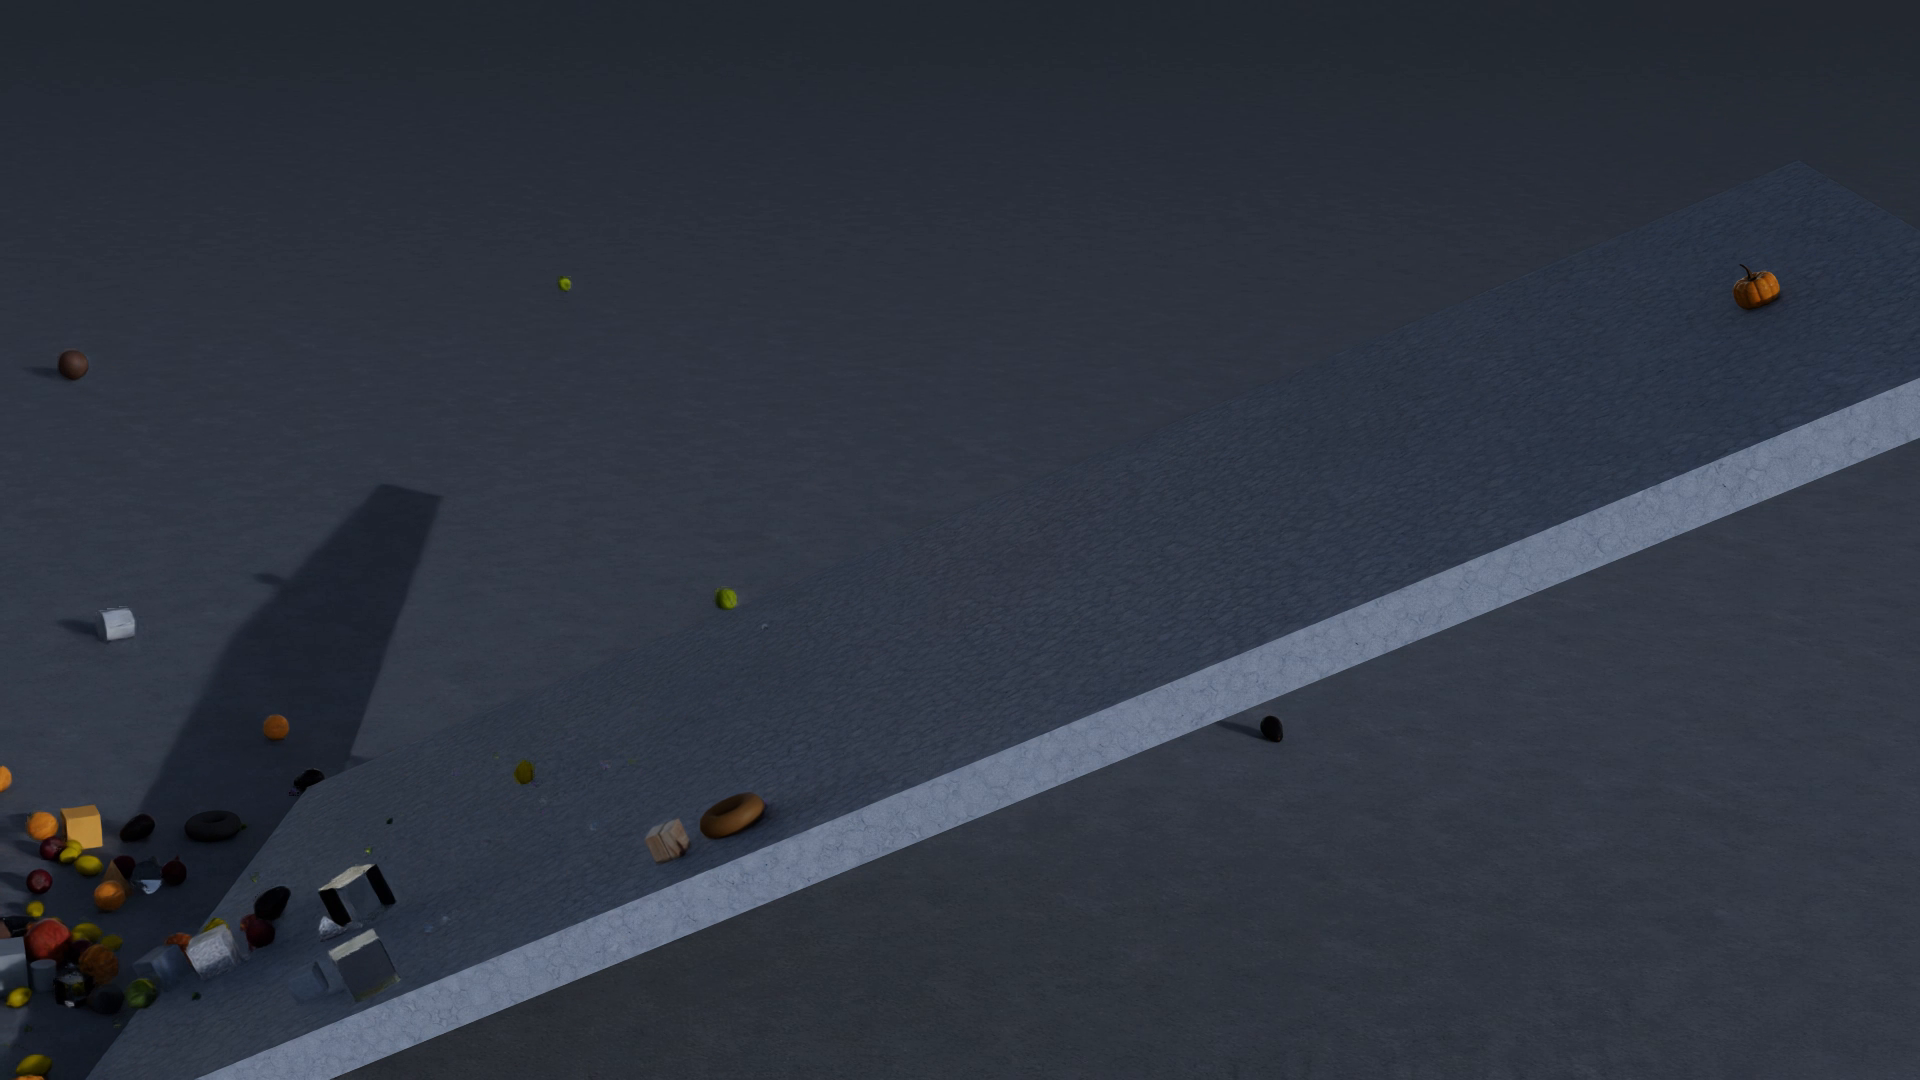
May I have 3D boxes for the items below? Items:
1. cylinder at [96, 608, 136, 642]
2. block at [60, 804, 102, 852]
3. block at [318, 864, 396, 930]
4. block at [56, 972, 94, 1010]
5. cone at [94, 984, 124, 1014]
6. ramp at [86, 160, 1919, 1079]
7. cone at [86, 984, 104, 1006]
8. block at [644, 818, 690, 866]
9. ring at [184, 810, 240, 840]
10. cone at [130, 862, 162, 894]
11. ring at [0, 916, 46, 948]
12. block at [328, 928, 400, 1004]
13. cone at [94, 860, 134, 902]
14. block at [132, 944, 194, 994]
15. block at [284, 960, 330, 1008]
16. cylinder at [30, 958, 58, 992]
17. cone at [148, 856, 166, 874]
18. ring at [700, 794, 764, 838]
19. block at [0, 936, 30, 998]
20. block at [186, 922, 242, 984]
[{"bbox_3d":[-2.608,0.263,9.082,0.090,0.090,0.090,-11,18,-34],"label":"cylinder"},{"bbox_3d":[-2.204,0.722,7.383,0.083,0.083,0.083,-7,16,-24],"label":"block"},{"bbox_3d":[-1.249,0.740,6.095,0.095,0.095,0.095,-12,18,44],"label":"block"},{"bbox_3d":[-1.940,0.987,6.448,0.056,0.056,0.056,9,17,30],"label":"block"},{"bbox_3d":[-1.854,0.987,6.373,0.067,0.067,0.067,0,-23,0],"label":"cone"},{"bbox_3d":[0.132,0.170,6.284,4.000,0.100,2.000,-23,13,8],"label":"ramp"},{"bbox_3d":[-1.869,1.008,6.428,0.057,0.057,0.057,31,23,11],"label":"cone"},{"bbox_3d":[-0.554,0.572,5.571,0.057,0.057,0.057,-21,13,16],"label":"block"},{"bbox_3d":[-1.892,0.724,7.450,0.139,0.046,0.139,-1,15,0],"label":"ring"},{"bbox_3d":[-1.983,0.823,7.100,0.080,0.080,0.080,-22,-4,42],"label":"cone"},{"bbox_3d":[-2.178,0.905,6.768,0.148,0.049,0.148,0,14,0],"label":"ring"},{"bbox_3d":[-1.135,0.811,5.600,0.093,0.093,0.093,-28,13,-16],"label":"block"},{"bbox_3d":[-2.031,0.807,7.051,0.091,0.091,0.091,0,15,0],"label":"cone"},{"bbox_3d":[-1.699,0.914,6.267,0.075,0.075,0.075,-13,17,42],"label":"block"},{"bbox_3d":[-1.269,0.863,5.718,0.058,0.058,0.058,-24,13,2],"label":"block"},{"bbox_3d":[-2.033,0.966,6.528,0.055,0.055,0.055,0,15,0],"label":"cylinder"},{"bbox_3d":[-1.963,0.805,7.192,0.050,0.050,0.050,26,14,-5],"label":"cone"},{"bbox_3d":[-0.433,0.523,5.579,0.130,0.043,0.130,-23,14,6],"label":"ring"},{"bbox_3d":[-2.118,0.948,6.508,0.100,0.100,0.100,-5,16,-19],"label":"block"},{"bbox_3d":[-1.573,0.870,6.201,0.080,0.080,0.080,-25,13,-1],"label":"block"}]
